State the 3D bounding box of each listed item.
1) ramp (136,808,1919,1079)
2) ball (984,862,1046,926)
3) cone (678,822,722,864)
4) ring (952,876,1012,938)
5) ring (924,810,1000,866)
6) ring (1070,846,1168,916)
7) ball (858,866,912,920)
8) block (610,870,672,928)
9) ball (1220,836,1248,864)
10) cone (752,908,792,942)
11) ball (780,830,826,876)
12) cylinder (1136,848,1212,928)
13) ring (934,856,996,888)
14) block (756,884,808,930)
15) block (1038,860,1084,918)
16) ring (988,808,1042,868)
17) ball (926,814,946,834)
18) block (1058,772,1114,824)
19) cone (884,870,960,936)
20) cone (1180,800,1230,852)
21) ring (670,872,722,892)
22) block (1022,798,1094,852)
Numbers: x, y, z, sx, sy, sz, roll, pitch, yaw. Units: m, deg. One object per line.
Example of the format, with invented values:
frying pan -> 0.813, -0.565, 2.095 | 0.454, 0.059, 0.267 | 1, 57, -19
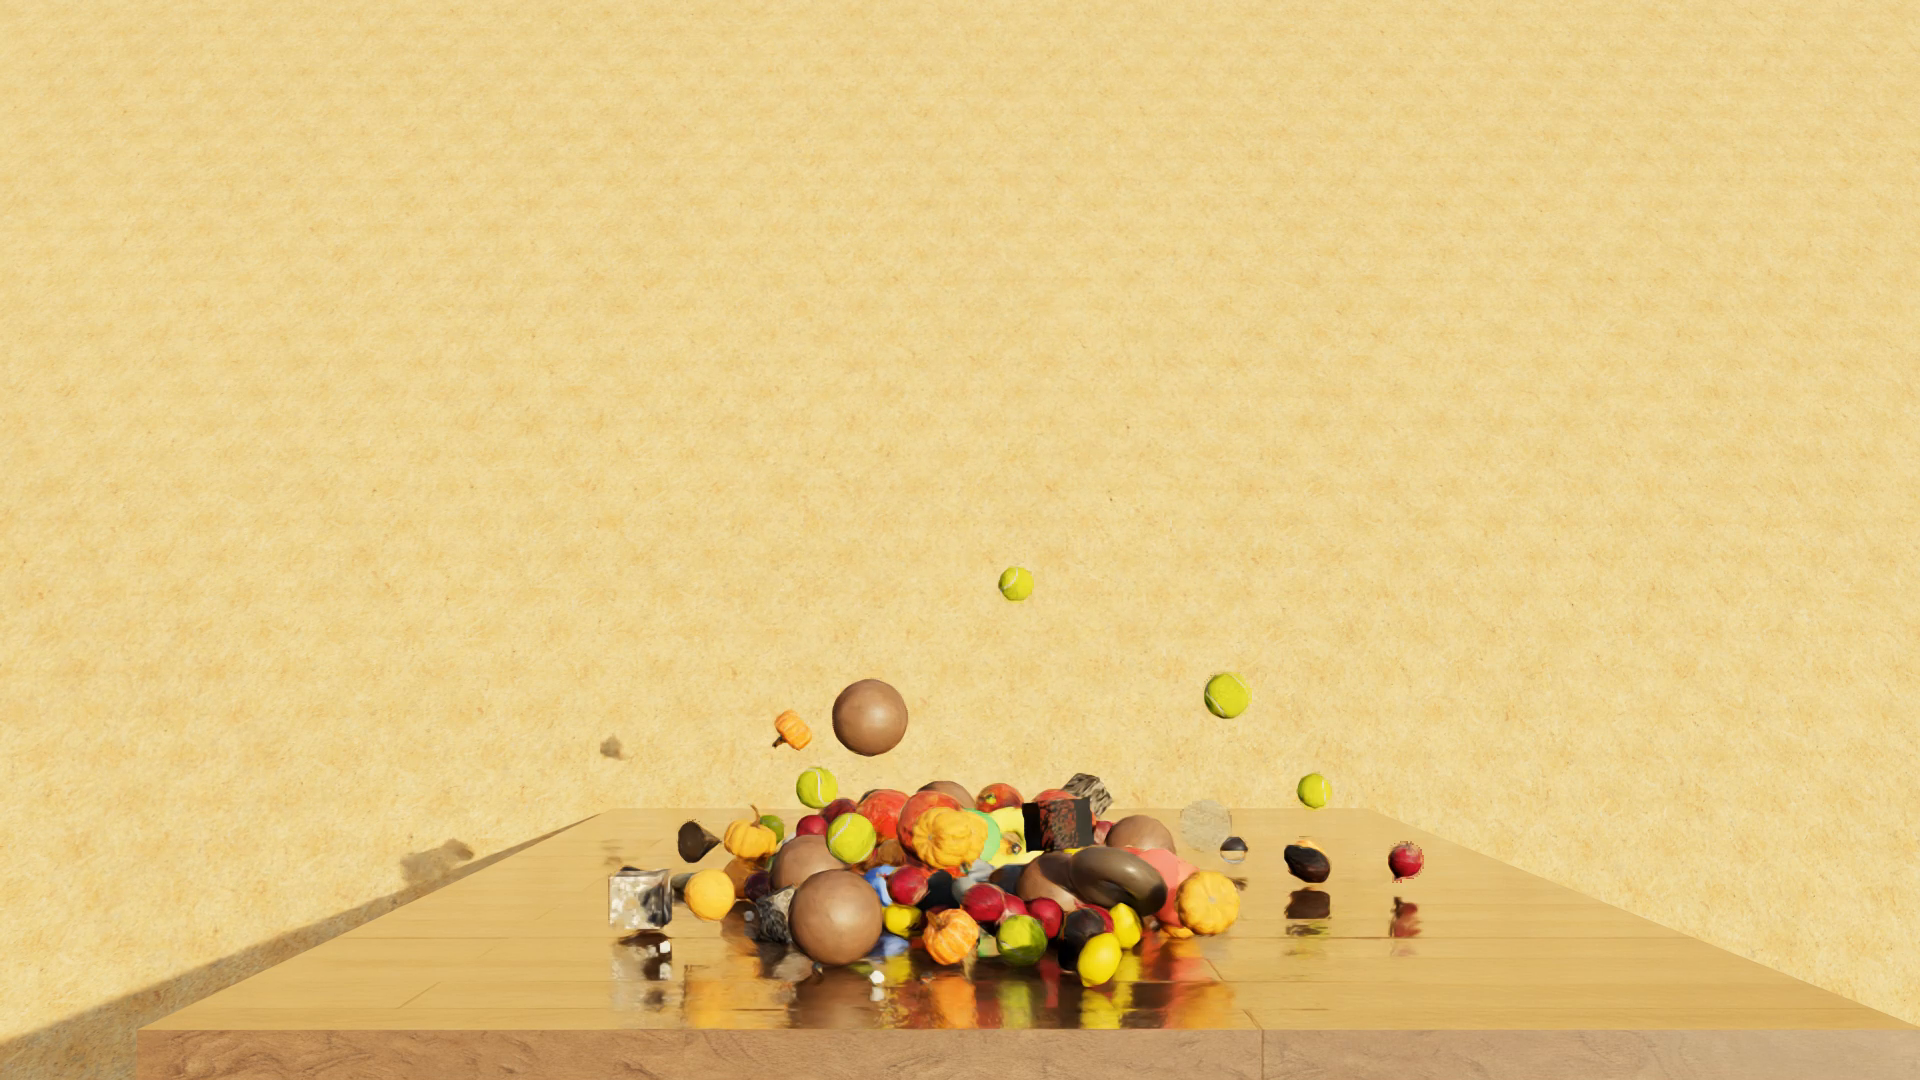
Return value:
ramp -> 0.080, 0.680, 4.902 | 2.000, 0.100, 4.000 | 0, -2, 0
ball -> 0.085, 0.543, 3.993 | 0.097, 0.097, 0.097 | 0, 36, 0
cone -> -0.399, 0.475, 4.095 | 0.066, 0.066, 0.066 | 4, 24, -47
ring -> 0.031, 0.526, 3.724 | 0.036, 0.109, 0.109 | -43, 49, -9
ring -> 0.004, 0.555, 4.787 | 0.147, 0.049, 0.147 | -11, 36, 8
ring -> 0.223, 0.483, 3.677 | 0.148, 0.148, 0.049 | 15, 60, 19
ball -> -0.117, 0.553, 4.073 | 0.085, 0.085, 0.085 | 0, 36, 0
block -> -0.474, 0.534, 3.866 | 0.076, 0.076, 0.076 | -2, 0, 5
ball -> 0.539, 0.612, 5.131 | 0.055, 0.055, 0.055 | 0, 36, 0
cone -> -0.282, 0.571, 3.781 | 0.054, 0.054, 0.054 | -29, 32, 19
ball -> -0.294, 0.586, 4.877 | 0.085, 0.085, 0.085 | 0, 36, 0
cylinder -> 0.302, 0.504, 3.765 | 0.093, 0.093, 0.093 | -19, 57, 31
ring -> 0.011, 0.584, 4.532 | 0.116, 0.039, 0.116 | 6, 12, -1
block -> -0.262, 0.547, 3.827 | 0.058, 0.058, 0.058 | -23, -1, -2
block -> 0.152, 0.545, 4.054 | 0.065, 0.065, 0.065 | 26, 0, 24
ring -> 0.090, 0.563, 4.830 | 0.138, 0.046, 0.138 | -6, 65, 12
ball -> -0.024, 0.598, 5.248 | 0.091, 0.091, 0.091 | 0, 36, 0
block -> 0.255, 0.524, 5.293 | 0.068, 0.068, 0.068 | -43, 28, -25
cone -> -0.066, 0.537, 3.815 | 0.098, 0.098, 0.098 | -2, 34, -28
cone -> 0.467, 0.529, 4.786 | 0.096, 0.096, 0.096 | 22, 0, 27
ring -> -0.464, 0.601, 4.568 | 0.090, 0.030, 0.090 | 1, -3, 0
block -> 0.153, 0.444, 4.059 | 0.076, 0.076, 0.076 | -1, -7, -34
